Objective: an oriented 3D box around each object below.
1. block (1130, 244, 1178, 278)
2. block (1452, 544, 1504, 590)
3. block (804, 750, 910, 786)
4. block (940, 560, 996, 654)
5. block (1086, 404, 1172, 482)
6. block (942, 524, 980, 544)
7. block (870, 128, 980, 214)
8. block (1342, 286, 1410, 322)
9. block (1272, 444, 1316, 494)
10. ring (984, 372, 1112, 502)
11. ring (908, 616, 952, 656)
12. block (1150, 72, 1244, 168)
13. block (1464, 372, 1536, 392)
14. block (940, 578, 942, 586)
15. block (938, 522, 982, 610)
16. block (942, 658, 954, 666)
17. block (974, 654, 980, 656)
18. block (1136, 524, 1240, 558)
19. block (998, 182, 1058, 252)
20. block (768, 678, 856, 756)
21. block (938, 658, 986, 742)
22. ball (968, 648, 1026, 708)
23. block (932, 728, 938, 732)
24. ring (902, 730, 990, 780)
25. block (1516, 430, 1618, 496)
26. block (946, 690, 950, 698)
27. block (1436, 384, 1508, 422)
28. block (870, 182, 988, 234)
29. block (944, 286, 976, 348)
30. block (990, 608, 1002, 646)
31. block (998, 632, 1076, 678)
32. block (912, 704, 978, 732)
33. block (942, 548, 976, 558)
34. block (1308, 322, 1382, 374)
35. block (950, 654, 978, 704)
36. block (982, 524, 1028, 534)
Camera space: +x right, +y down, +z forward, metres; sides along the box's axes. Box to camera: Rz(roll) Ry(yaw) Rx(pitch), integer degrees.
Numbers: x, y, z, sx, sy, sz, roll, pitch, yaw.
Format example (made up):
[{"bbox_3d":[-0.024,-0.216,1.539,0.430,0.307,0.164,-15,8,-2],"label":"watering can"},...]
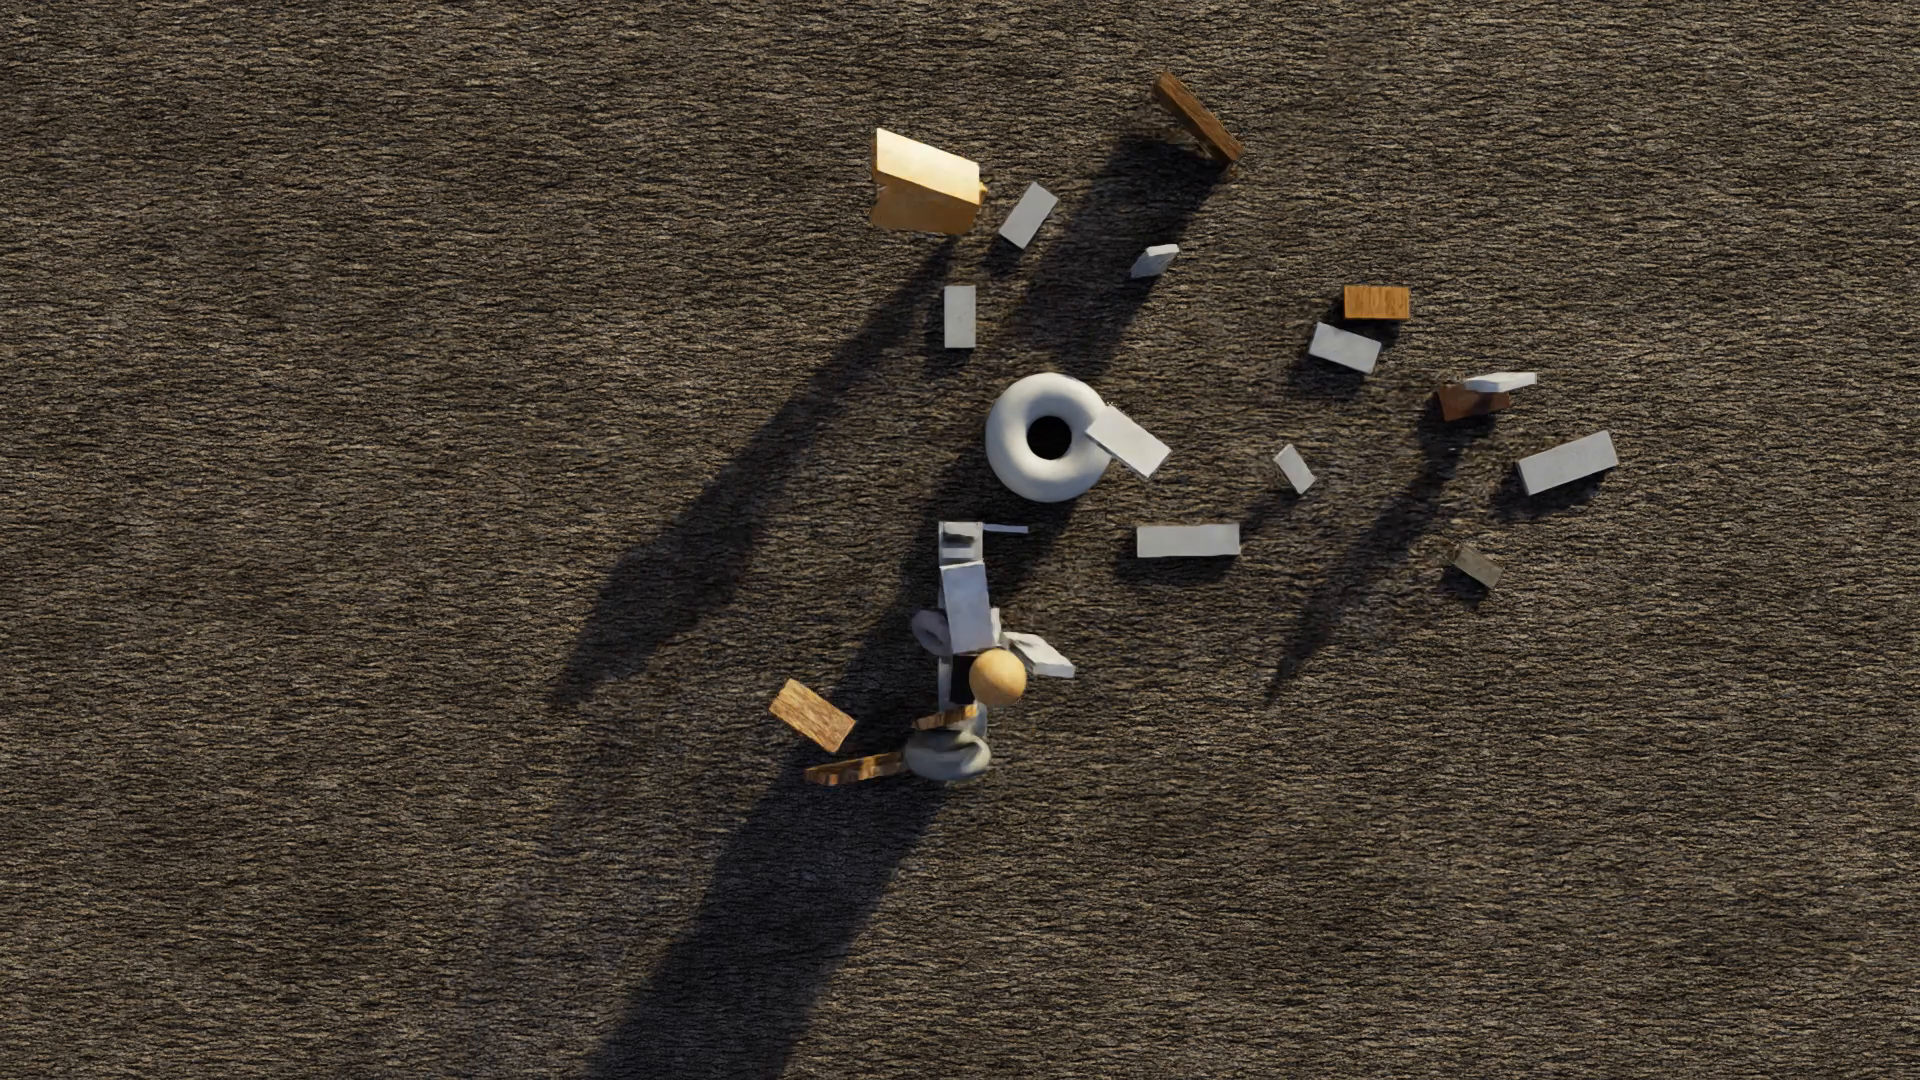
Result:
[{"bbox_3d":[0.633,-0.911,5.388,0.103,0.205,0.029,-10,81,-12],"label":"block"},{"bbox_3d":[1.722,0.089,5.486,0.155,0.022,0.077,32,91,-2],"label":"block"},{"bbox_3d":[-0.229,0.712,5.253,0.583,0.120,0.034,-4,97,-44],"label":"block"},{"bbox_3d":[0.022,0.200,4.913,0.130,0.037,0.259,-9,103,-6],"label":"block"},{"bbox_3d":[0.518,-0.300,5.080,0.241,0.034,0.121,38,76,14],"label":"block"},{"bbox_3d":[0.003,-0.019,5.082,0.101,0.202,0.029,8,84,-2],"label":"block"},{"bbox_3d":[-0.108,-1.151,5.155,0.353,0.050,0.176,14,56,-24],"label":"block"},{"bbox_3d":[1.381,-0.786,5.477,0.218,0.031,0.109,1,84,-1],"label":"block"},{"bbox_3d":[1.106,-0.233,5.456,0.077,0.022,0.155,-43,112,-8],"label":"block"},{"bbox_3d":[0.294,-0.337,5.430,0.429,0.143,0.429,0,89,1],"label":"ring"},{"bbox_3d":[-0.073,0.311,5.410,0.202,0.202,0.067,8,115,0],"label":"ring"},{"bbox_3d":[0.772,-1.372,5.389,0.050,0.176,0.353,-45,95,4],"label":"block"},{"bbox_3d":[1.748,-0.512,5.335,0.241,0.121,0.034,-15,107,-43],"label":"block"},{"bbox_3d":[0.003,0.121,5.056,0.130,0.259,0.037,0,90,0],"label":"block"},{"bbox_3d":[0.001,0.080,5.205,0.138,0.039,0.275,1,90,0],"label":"block"},{"bbox_3d":[-0.004,0.375,5.068,0.073,0.146,0.021,2,86,-14],"label":"block"},{"bbox_3d":[0.011,0.430,5.348,0.150,0.301,0.043,-6,98,0],"label":"block"},{"bbox_3d":[0.758,0.003,5.486,0.340,0.029,0.101,-2,90,0],"label":"block"},{"bbox_3d":[0.227,-1.076,5.485,0.103,0.029,0.205,35,90,0],"label":"block"},{"bbox_3d":[-0.445,0.532,4.965,0.239,0.034,0.120,33,69,7],"label":"block"},{"bbox_3d":[0.008,0.524,5.171,0.150,0.043,0.301,1,91,4],"label":"block"},{"bbox_3d":[0.112,0.409,4.882,0.173,0.173,0.173,0,90,0],"label":"ball"},{"bbox_3d":[-0.006,0.604,5.345,0.150,0.301,0.043,3,90,3],"label":"block"},{"bbox_3d":[-0.040,0.652,5.009,0.268,0.268,0.089,2,105,0],"label":"ring"},{"bbox_3d":[2.018,-0.256,5.483,0.313,0.034,0.121,-19,90,0],"label":"block"},{"bbox_3d":[-0.001,0.475,5.073,0.073,0.146,0.021,2,88,-2],"label":"block"},{"bbox_3d":[1.702,-0.469,5.485,0.218,0.031,0.109,-13,90,0],"label":"block"},{"bbox_3d":[-0.097,-1.084,5.320,0.050,0.367,0.176,56,132,32],"label":"block"},{"bbox_3d":[0.000,-0.741,5.485,0.103,0.029,0.205,0,90,0],"label":"block"},{"bbox_3d":[0.103,0.287,5.391,0.062,0.017,0.123,-4,93,-39],"label":"block"},{"bbox_3d":[0.237,0.358,5.188,0.130,0.433,0.037,7,98,-14],"label":"block"},{"bbox_3d":[-0.044,0.542,5.021,0.120,0.239,0.034,-14,86,19],"label":"block"},{"bbox_3d":[-0.004,0.039,5.084,0.101,0.202,0.029,0,90,0],"label":"block"},{"bbox_3d":[1.278,-0.637,5.485,0.218,0.031,0.109,19,90,0],"label":"block"},{"bbox_3d":[0.011,0.421,4.984,0.073,0.021,0.146,6,94,-6],"label":"block"},{"bbox_3d":[0.147,-0.038,5.461,0.155,0.077,0.022,4,90,0],"label":"block"}]
